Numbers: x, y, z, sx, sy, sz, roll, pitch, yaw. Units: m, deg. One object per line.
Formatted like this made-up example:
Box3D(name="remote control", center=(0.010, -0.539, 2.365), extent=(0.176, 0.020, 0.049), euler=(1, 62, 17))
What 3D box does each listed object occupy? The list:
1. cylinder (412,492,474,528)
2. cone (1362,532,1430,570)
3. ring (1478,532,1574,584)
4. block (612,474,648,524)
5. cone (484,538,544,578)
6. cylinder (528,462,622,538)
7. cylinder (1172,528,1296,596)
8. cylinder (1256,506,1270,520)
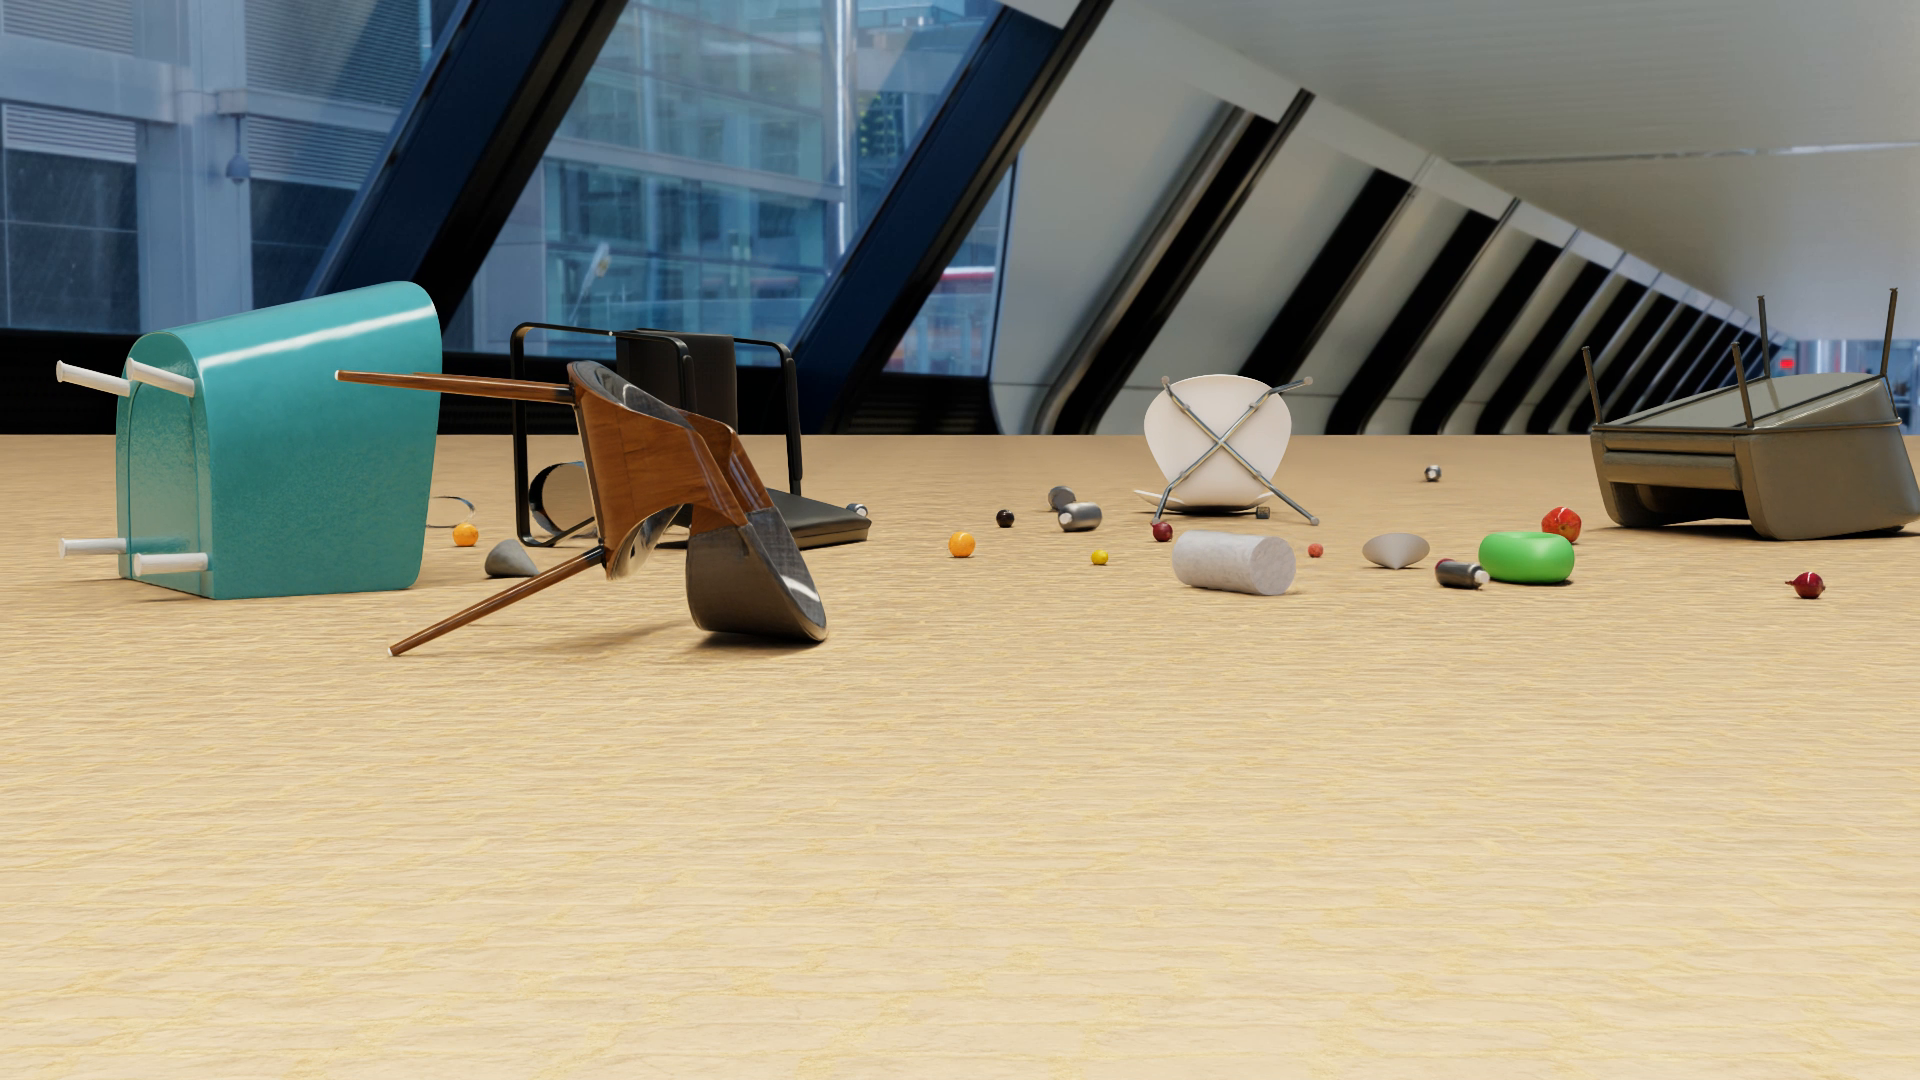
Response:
Box3D(name="cylinder", center=(-1.686, -0.092, 7.173), extent=(0.193, 0.097, 0.099), euler=(-9, -14, -17))
Box3D(name="cone", center=(1.090, 0.049, 5.497), extent=(0.168, 0.114, 0.074), euler=(-4, 41, 14))
Box3D(name="ring", center=(1.339, 0.040, 5.206), extent=(0.208, 0.105, 0.455), euler=(-1, 3, 4))
Box3D(name="block", center=(-1.130, -0.142, 7.457), extent=(0.117, 0.158, 0.221), euler=(0, 4, 0))
Box3D(name="cone", center=(-1.047, 0.065, 5.266), extent=(0.115, 0.098, 0.171), euler=(25, 9, 12))
Box3D(name="cylinder", center=(-1.172, -0.124, 6.706), extent=(0.240, 0.221, 0.196), euler=(30, 7, 4))
Box3D(name="cylinder", center=(0.607, 0.048, 4.889), extent=(0.128, 0.132, 0.282), euler=(-34, 19, -25))
Box3D(name="cylinder", center=(1.048, -0.094, 7.607), extent=(0.040, 0.043, 0.044), euler=(1, 21, 20))
